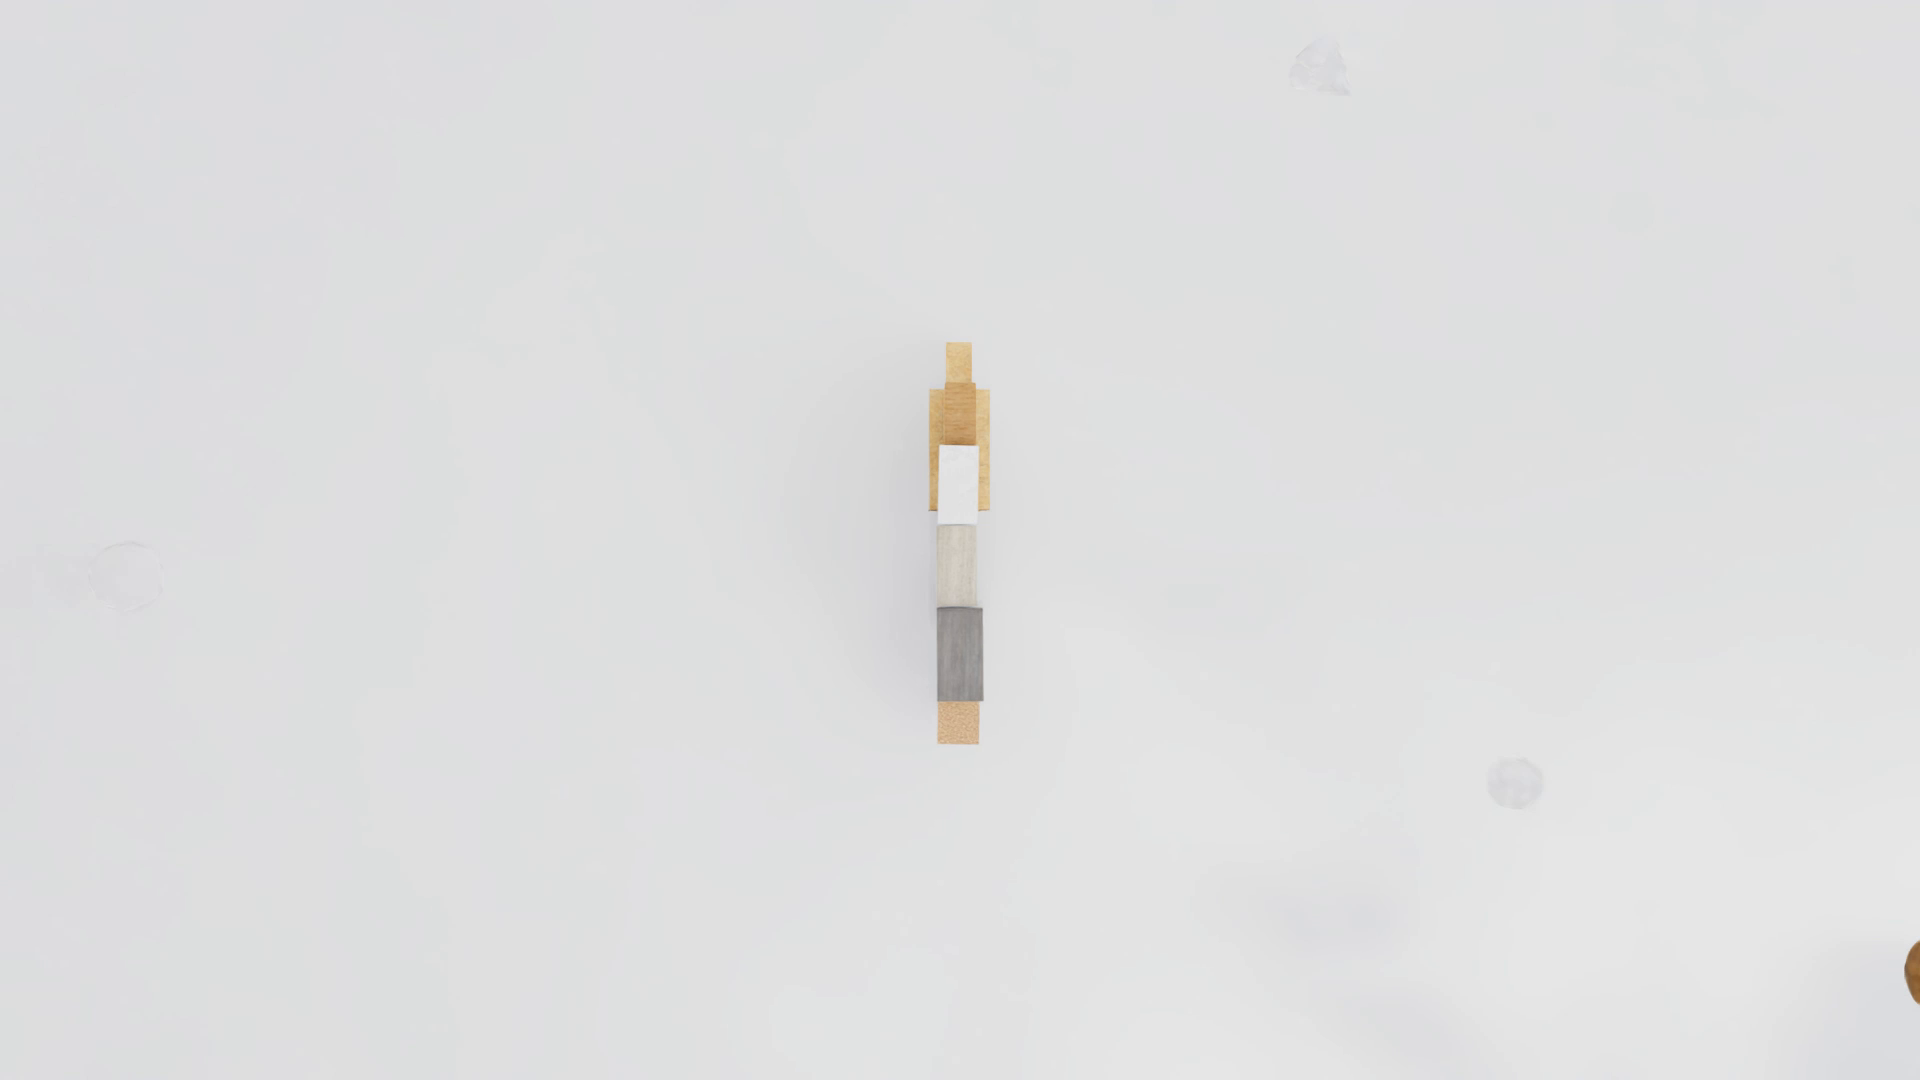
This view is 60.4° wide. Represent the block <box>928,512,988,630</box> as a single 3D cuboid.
[{"bbox_3d":[-0.006,0.088,4.829,0.171,0.048,0.341,-1,90,0],"label":"block"}]

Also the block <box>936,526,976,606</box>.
[{"bbox_3d":[-0.009,0.072,4.566,0.111,0.031,0.222,0,90,0],"label":"block"}]

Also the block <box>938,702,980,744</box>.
[{"bbox_3d":[-0.004,0.484,4.927,0.125,0.035,0.249,1,90,0],"label":"block"}]

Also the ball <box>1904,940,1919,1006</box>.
[{"bbox_3d":[2.379,1.039,3.920,0.233,0.233,0.233,0,90,0],"label":"ball"}]

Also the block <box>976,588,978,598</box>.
[{"bbox_3d":[-0.007,0.146,4.693,0.111,0.222,0.031,-1,90,0],"label":"block"}]

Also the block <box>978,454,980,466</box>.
[{"bbox_3d":[-0.001,-0.225,4.710,0.109,0.246,0.031,0,90,0],"label":"block"}]

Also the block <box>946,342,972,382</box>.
[{"bbox_3d":[-0.004,-0.528,5.090,0.081,0.023,0.162,0,90,0],"label":"block"}]

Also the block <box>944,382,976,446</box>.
[{"bbox_3d":[0.001,-0.354,4.645,0.088,0.025,0.175,0,90,0],"label":"block"}]

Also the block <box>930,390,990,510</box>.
[{"bbox_3d":[-0.001,-0.264,4.858,0.178,0.050,0.356,0,90,0],"label":"block"}]

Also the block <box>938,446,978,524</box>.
[{"bbox_3d":[-0.004,-0.152,4.571,0.109,0.031,0.218,1,90,1],"label":"block"}]

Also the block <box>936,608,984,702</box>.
[{"bbox_3d":[0.000,0.314,4.530,0.128,0.036,0.256,0,90,0],"label":"block"}]
